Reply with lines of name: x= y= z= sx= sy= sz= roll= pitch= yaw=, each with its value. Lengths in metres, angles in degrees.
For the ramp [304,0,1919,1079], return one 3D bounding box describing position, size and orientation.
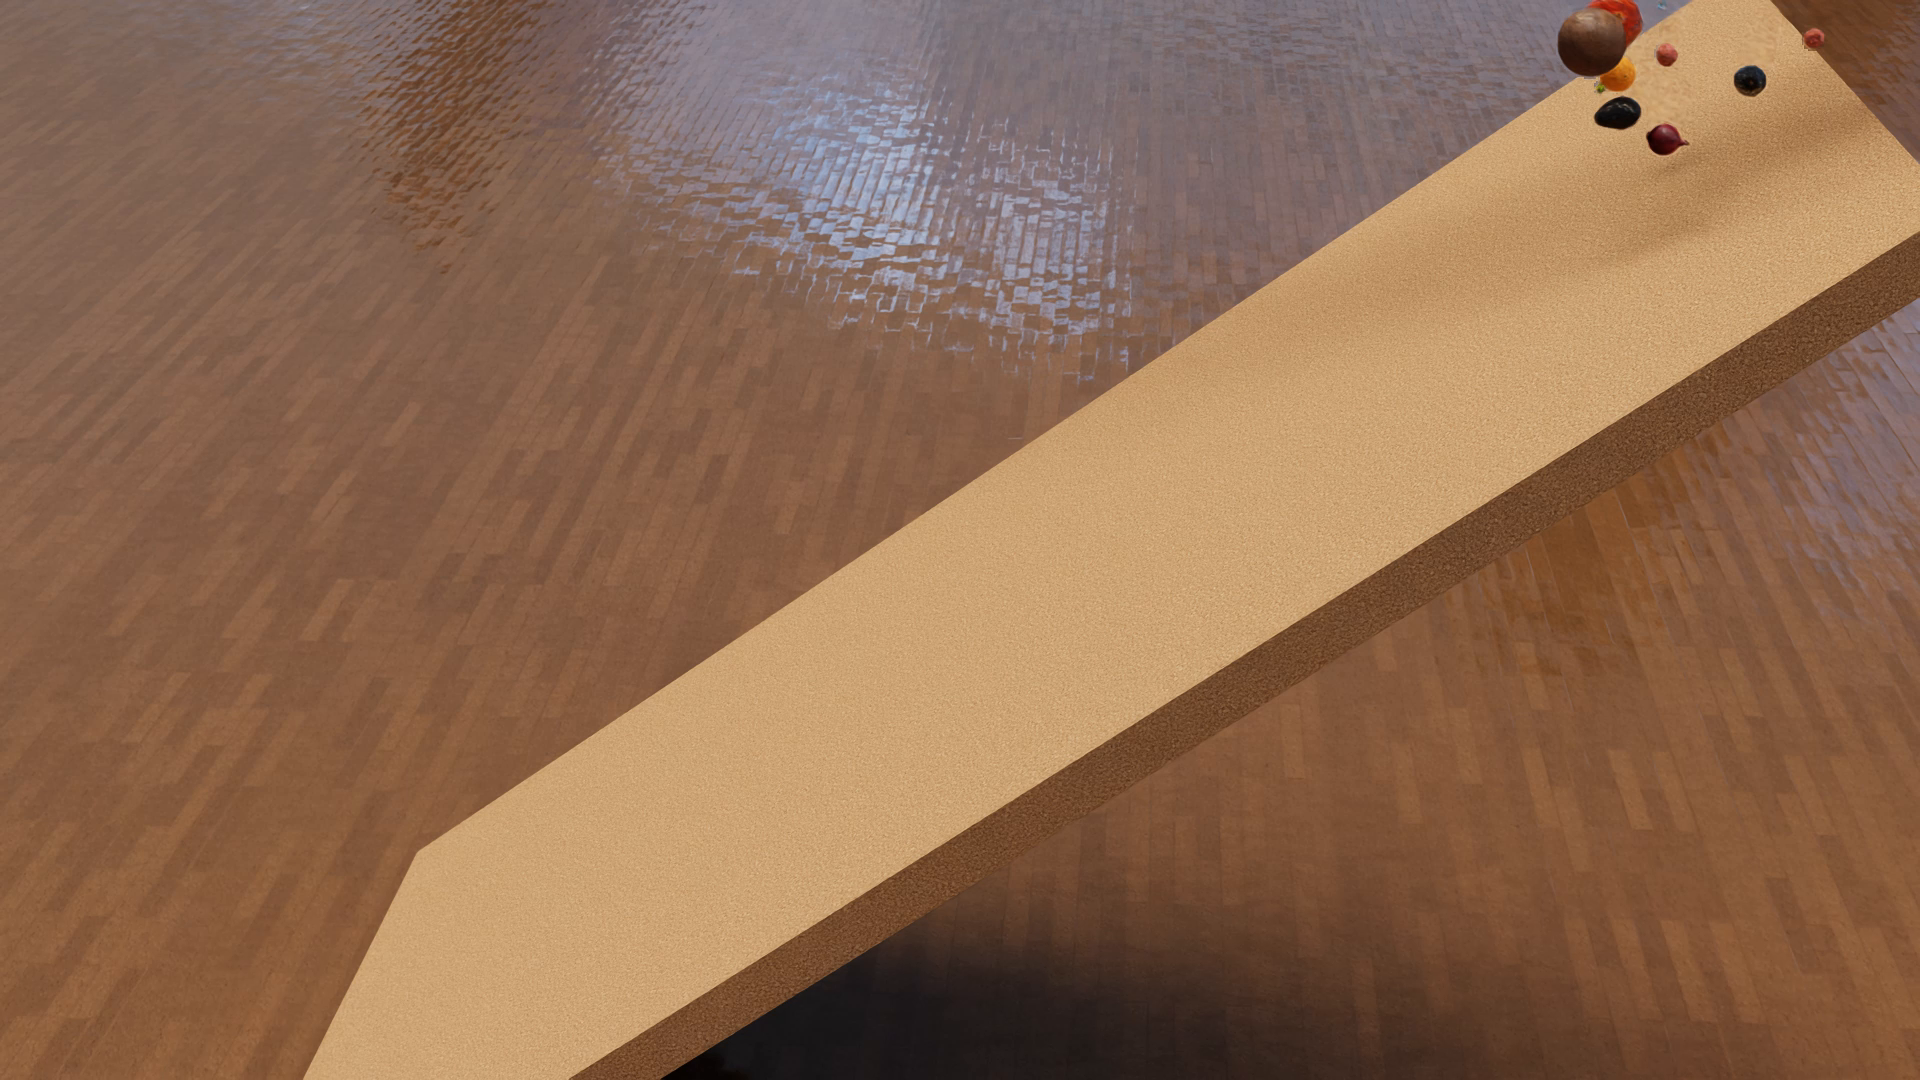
ramp: x=0.132 y=0.177 z=6.315 sx=4.000 sy=0.100 sz=2.000 roll=-33 pitch=16 yaw=16
